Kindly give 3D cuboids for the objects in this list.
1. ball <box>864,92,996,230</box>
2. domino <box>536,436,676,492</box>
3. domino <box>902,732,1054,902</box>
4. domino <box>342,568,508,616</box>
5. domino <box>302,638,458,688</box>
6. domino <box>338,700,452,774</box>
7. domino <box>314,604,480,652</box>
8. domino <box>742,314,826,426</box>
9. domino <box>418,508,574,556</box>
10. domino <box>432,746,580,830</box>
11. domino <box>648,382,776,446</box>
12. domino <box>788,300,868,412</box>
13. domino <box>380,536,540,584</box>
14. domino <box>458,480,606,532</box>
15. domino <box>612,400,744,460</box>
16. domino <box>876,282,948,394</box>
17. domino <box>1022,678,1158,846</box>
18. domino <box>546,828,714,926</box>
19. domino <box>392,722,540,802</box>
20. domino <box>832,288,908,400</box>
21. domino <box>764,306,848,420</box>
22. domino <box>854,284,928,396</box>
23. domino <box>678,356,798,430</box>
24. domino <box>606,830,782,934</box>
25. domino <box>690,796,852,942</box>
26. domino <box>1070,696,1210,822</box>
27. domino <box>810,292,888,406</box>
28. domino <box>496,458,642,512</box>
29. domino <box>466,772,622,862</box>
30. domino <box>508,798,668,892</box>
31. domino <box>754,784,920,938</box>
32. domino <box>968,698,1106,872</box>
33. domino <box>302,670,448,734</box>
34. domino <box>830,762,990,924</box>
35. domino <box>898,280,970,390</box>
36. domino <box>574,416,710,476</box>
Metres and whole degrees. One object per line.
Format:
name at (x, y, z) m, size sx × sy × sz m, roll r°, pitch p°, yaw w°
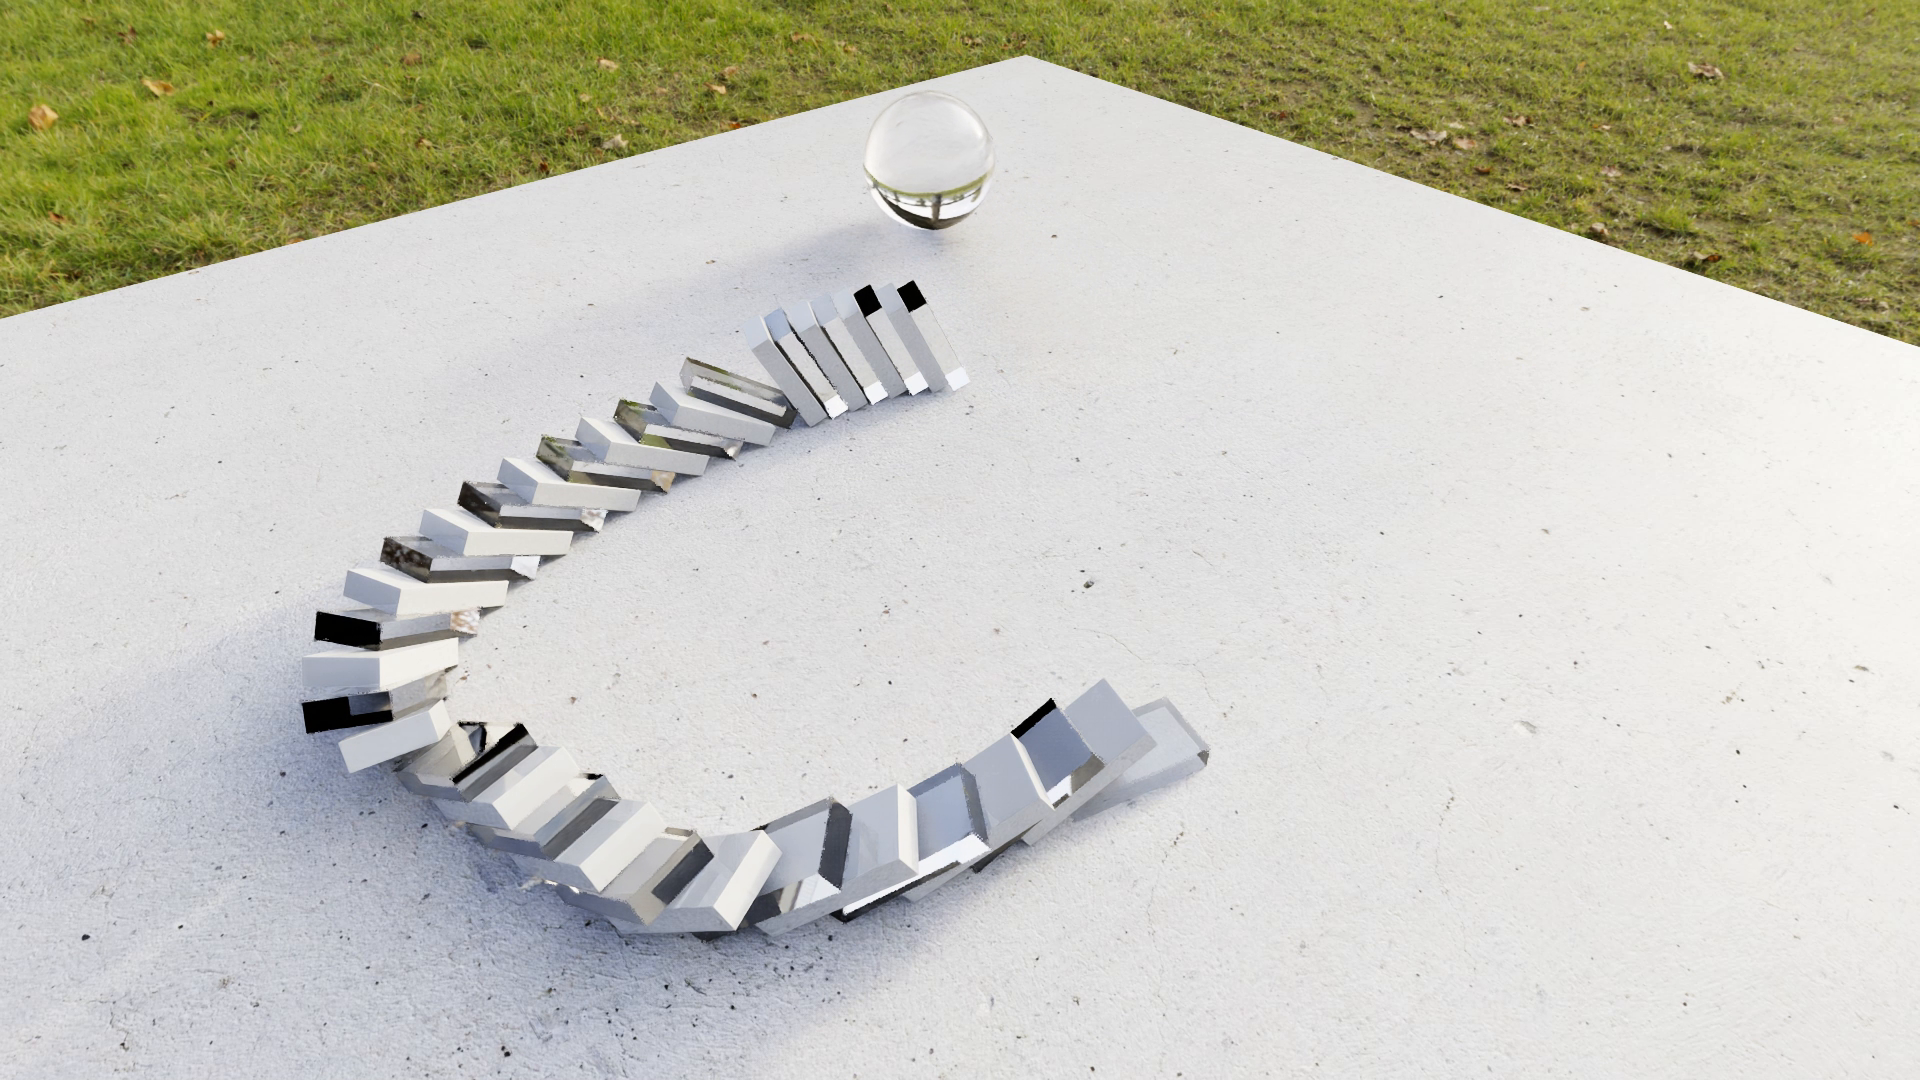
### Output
ball at (-0.019, -0.229, 0.668) m, size 0.080 × 0.080 × 0.080 m, roll 0°, pitch 39°, yaw 0°
domino at (-0.148, -0.031, 0.461) m, size 0.025 × 0.009 × 0.050 m, roll 32°, pitch 16°, yaw 33°
domino at (0.001, 0.082, 0.324) m, size 0.050 × 0.009 × 0.025 m, roll -35°, pitch 42°, yaw 7°
domino at (-0.193, 0.018, 0.400) m, size 0.025 × 0.009 × 0.050 m, roll 15°, pitch 6°, yaw 19°
domino at (-0.194, 0.041, 0.371) m, size 0.025 × 0.009 × 0.050 m, roll 0°, pitch 2°, yaw 2°
domino at (-0.176, 0.061, 0.345) m, size 0.025 × 0.010 × 0.050 m, roll -20°, pitch 3°, yaw -21°
domino at (-0.196, 0.029, 0.386) m, size 0.025 × 0.009 × 0.050 m, roll 8°, pitch 4°, yaw 12°
domino at (-0.081, -0.078, 0.507) m, size 0.009 × 0.050 × 0.025 m, roll -32°, pitch 42°, yaw 3°
domino at (-0.179, -0.003, 0.426) m, size 0.025 × 0.009 × 0.050 m, roll 22°, pitch 9°, yaw 24°
domino at (-0.138, 0.074, 0.333) m, size 0.050 × 0.010 × 0.025 m, roll -9°, pitch 25°, yaw 45°
domino at (-0.110, -0.056, 0.491) m, size 0.050 × 0.010 × 0.025 m, roll 10°, pitch 24°, yaw -45°
domino at (-0.062, -0.086, 0.517) m, size 0.009 × 0.050 × 0.025 m, roll -30°, pitch 42°, yaw 4°
domino at (-0.187, 0.007, 0.413) m, size 0.025 × 0.010 × 0.050 m, roll 20°, pitch 8°, yaw 22°
domino at (-0.170, -0.013, 0.439) m, size 0.025 × 0.010 × 0.050 m, roll 26°, pitch 12°, yaw 28°
domino at (-0.123, -0.048, 0.482) m, size 0.050 × 0.010 × 0.025 m, roll 7°, pitch 24°, yaw -50°
domino at (-0.023, -0.097, 0.531) m, size 0.010 × 0.050 × 0.025 m, roll -29°, pitch 42°, yaw 4°
domino at (0.033, 0.068, 0.341) m, size 0.050 × 0.009 × 0.025 m, roll -39°, pitch 46°, yaw 1°
domino at (-0.093, 0.093, 0.309) m, size 0.050 × 0.010 × 0.025 m, roll -10°, pitch 27°, yaw 46°
domino at (-0.154, 0.068, 0.341) m, size 0.050 × 0.010 × 0.025 m, roll -9°, pitch 25°, yaw 45°
domino at (-0.043, -0.094, 0.527) m, size 0.009 × 0.050 × 0.025 m, roll -29°, pitch 42°, yaw 4°
domino at (-0.072, -0.082, 0.513) m, size 0.009 × 0.050 × 0.025 m, roll -32°, pitch 42°, yaw 4°
domino at (-0.033, -0.096, 0.529) m, size 0.010 × 0.050 × 0.025 m, roll -29°, pitch 42°, yaw 4°
domino at (-0.101, -0.067, 0.503) m, size 0.050 × 0.010 × 0.025 m, roll 17°, pitch 21°, yaw -30°
domino at (-0.075, 0.095, 0.306) m, size 0.050 × 0.009 × 0.025 m, roll -17°, pitch 28°, yaw 37°
domino at (-0.054, 0.093, 0.309) m, size 0.050 × 0.009 × 0.025 m, roll -27°, pitch 33°, yaw 24°
domino at (0.053, 0.071, 0.357) m, size 0.050 × 0.009 × 0.025 m, roll -17°, pitch 42°, yaw -20°
domino at (-0.052, -0.091, 0.523) m, size 0.009 × 0.050 × 0.025 m, roll -29°, pitch 42°, yaw 4°
domino at (-0.159, -0.022, 0.450) m, size 0.025 × 0.010 × 0.050 m, roll 29°, pitch 14°, yaw 31°
domino at (-0.124, 0.080, 0.325) m, size 0.050 × 0.009 × 0.025 m, roll -10°, pitch 25°, yaw 46°
domino at (-0.108, 0.086, 0.317) m, size 0.050 × 0.010 × 0.025 m, roll -10°, pitch 26°, yaw 46°
domino at (-0.035, 0.091, 0.312) m, size 0.050 × 0.010 × 0.025 m, roll -28°, pitch 36°, yaw 17°
domino at (0.017, 0.074, 0.334) m, size 0.050 × 0.010 × 0.025 m, roll -40°, pitch 45°, yaw 2°
domino at (-0.188, 0.052, 0.357) m, size 0.025 × 0.009 × 0.050 m, roll -8°, pitch 2°, yaw -7°
domino at (-0.017, 0.087, 0.317) m, size 0.050 × 0.009 × 0.025 m, roll -31°, pitch 39°, yaw 14°
domino at (-0.013, -0.099, 0.533) m, size 0.009 × 0.050 × 0.025 m, roll -29°, pitch 42°, yaw 4°
domino at (-0.136, -0.040, 0.472) m, size 0.025 × 0.009 × 0.050 m, roll 34°, pitch 17°, yaw 35°
